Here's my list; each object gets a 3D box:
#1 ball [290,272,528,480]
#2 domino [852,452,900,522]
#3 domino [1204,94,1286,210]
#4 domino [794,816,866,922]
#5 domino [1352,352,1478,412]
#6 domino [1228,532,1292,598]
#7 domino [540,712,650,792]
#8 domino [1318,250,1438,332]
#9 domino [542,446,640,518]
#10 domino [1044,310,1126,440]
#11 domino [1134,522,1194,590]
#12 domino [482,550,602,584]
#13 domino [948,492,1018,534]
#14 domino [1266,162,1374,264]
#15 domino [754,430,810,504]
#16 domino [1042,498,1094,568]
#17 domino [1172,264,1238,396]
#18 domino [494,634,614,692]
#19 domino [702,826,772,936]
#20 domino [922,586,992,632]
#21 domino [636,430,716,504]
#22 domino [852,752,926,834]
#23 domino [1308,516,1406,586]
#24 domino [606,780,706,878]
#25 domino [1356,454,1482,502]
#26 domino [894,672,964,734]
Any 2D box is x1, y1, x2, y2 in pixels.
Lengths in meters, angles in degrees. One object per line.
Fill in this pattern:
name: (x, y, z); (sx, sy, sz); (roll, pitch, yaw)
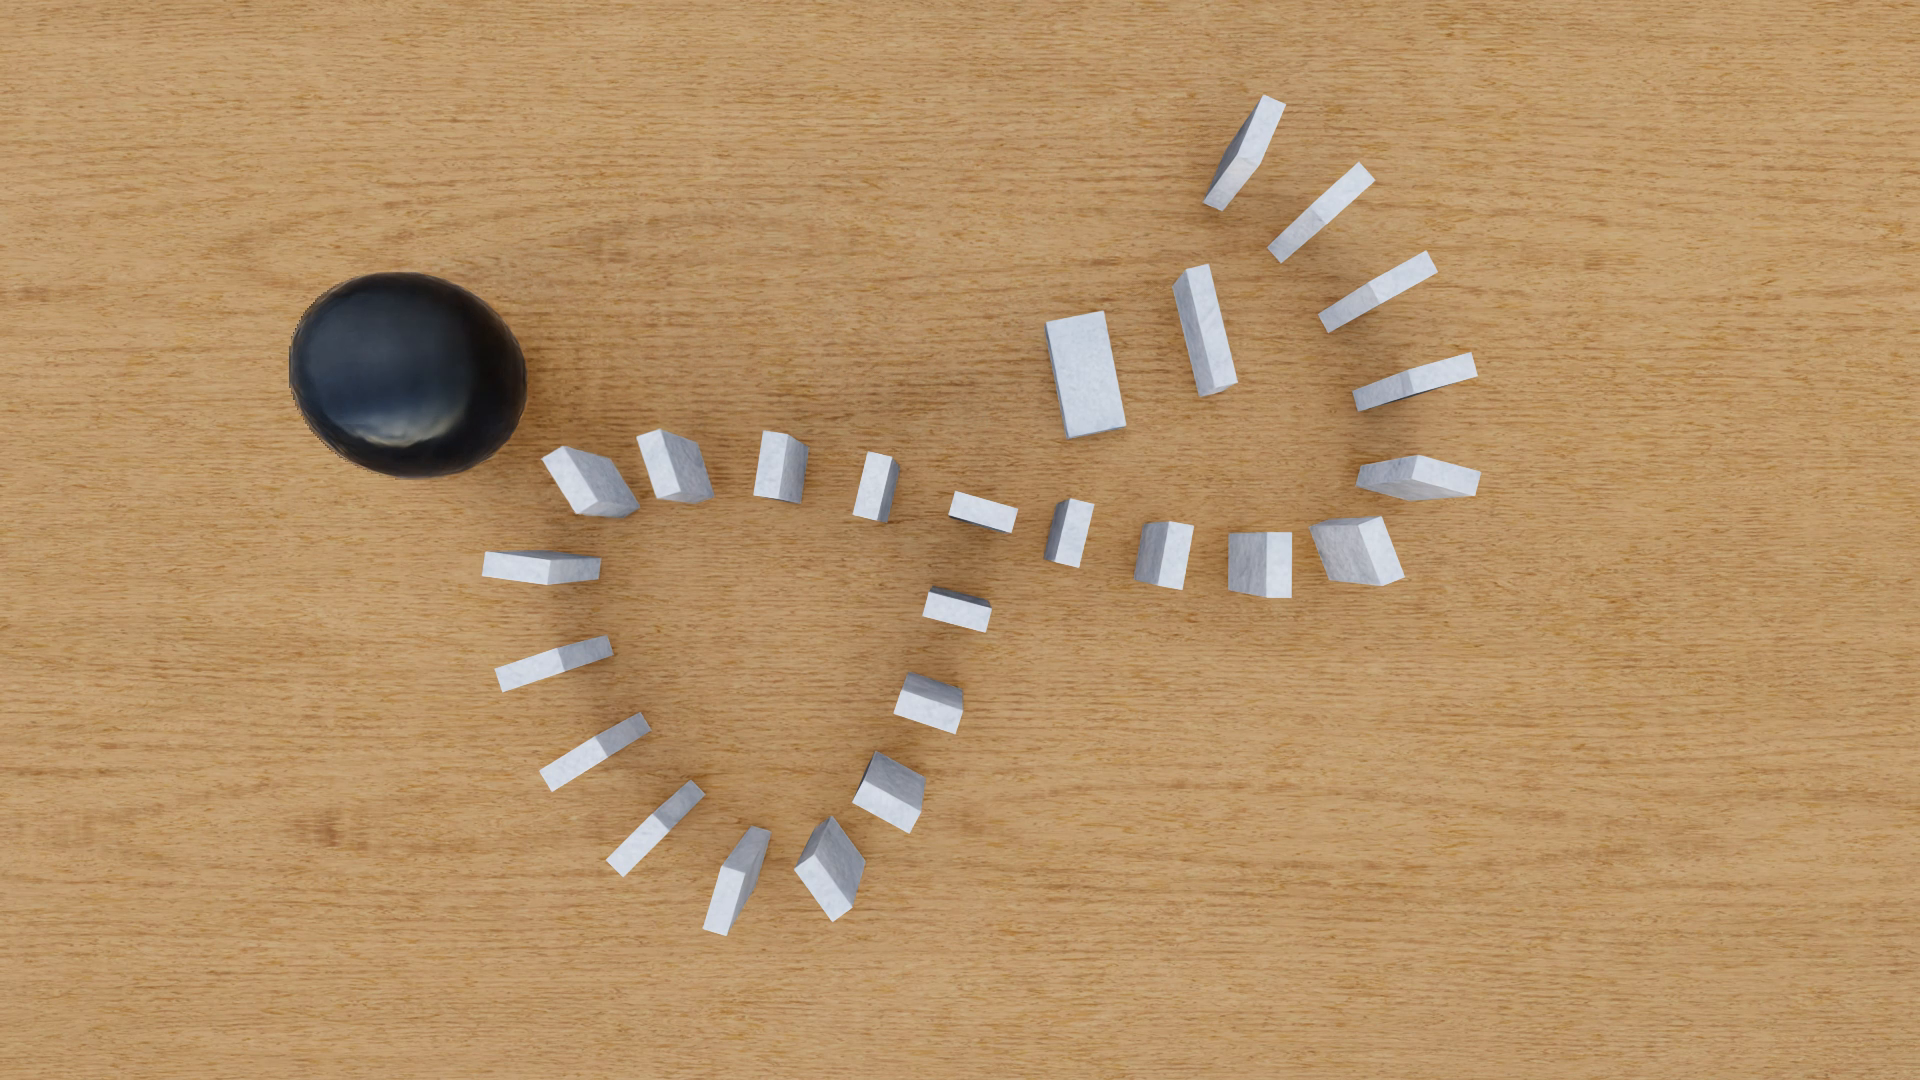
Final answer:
ball: (-0.214, -0.064, 0.360); (0.080, 0.080, 0.080); (0, 90, 0)
domino: (-0.034, -0.021, 0.375); (0.009, 0.050, 0.025); (13, 90, 0)
domino: (0.115, -0.157, 0.375); (0.009, 0.050, 0.025); (23, 90, 0)
domino: (-0.052, 0.133, 0.375); (0.009, 0.050, 0.025); (-36, 90, 0)
domino: (0.185, -0.064, 0.375); (0.025, 0.050, 0.010); (-16, 90, 0)
domino: (0.122, 0.010, 0.375); (0.010, 0.050, 0.025); (0, 90, 0)
domino: (-0.148, 0.086, 0.375); (0.025, 0.050, 0.009); (-32, 90, 0)
domino: (0.169, -0.101, 0.375); (0.025, 0.050, 0.009); (-29, 90, 0)
domino: (-0.150, -0.023, 0.375); (0.009, 0.050, 0.025); (-32, 90, -1)
domino: (0.054, -0.071, 0.395); (0.025, 0.010, 0.050); (-11, 90, 0)
domino: (0.083, 0.006, 0.375); (0.010, 0.050, 0.025); (10, 90, 0)
domino: (-0.170, 0.011, 0.375); (0.025, 0.050, 0.009); (8, 90, 0)
domino: (0.009, -0.011, 0.375); (0.025, 0.050, 0.009); (16, 90, 0)
domino: (0.146, -0.133, 0.375); (0.025, 0.050, 0.009); (-42, 90, 0)
domino: (-0.072, -0.029, 0.375); (0.010, 0.050, 0.025); (9, 90, 0)
domino: (0.044, -0.003, 0.375); (0.009, 0.050, 0.025); (14, 90, 0)
domino: (0.103, -0.088, 0.388); (0.010, 0.025, 0.050); (-14, 90, 0)
domino: (-0.164, 0.050, 0.375); (0.025, 0.050, 0.010); (-19, 90, 0)
domino: (-0.090, 0.138, 0.375); (0.009, 0.050, 0.025); (17, 90, 0)
domino: (-0.001, 0.028, 0.375); (0.025, 0.050, 0.009); (15, 90, 0)
domino: (-0.115, -0.029, 0.375); (0.009, 0.050, 0.025); (-18, 90, 0)
domino: (-0.028, 0.102, 0.375); (0.025, 0.050, 0.010); (29, 90, 0)
domino: (0.161, 0.004, 0.375); (0.009, 0.050, 0.025); (-21, 90, 0)
domino: (-0.123, 0.117, 0.375); (0.025, 0.050, 0.009); (-45, 90, 0)
domino: (0.186, -0.025, 0.375); (0.025, 0.050, 0.010); (15, 90, 0)
domino: (-0.012, 0.066, 0.375); (0.025, 0.050, 0.010); (18, 90, 0)
